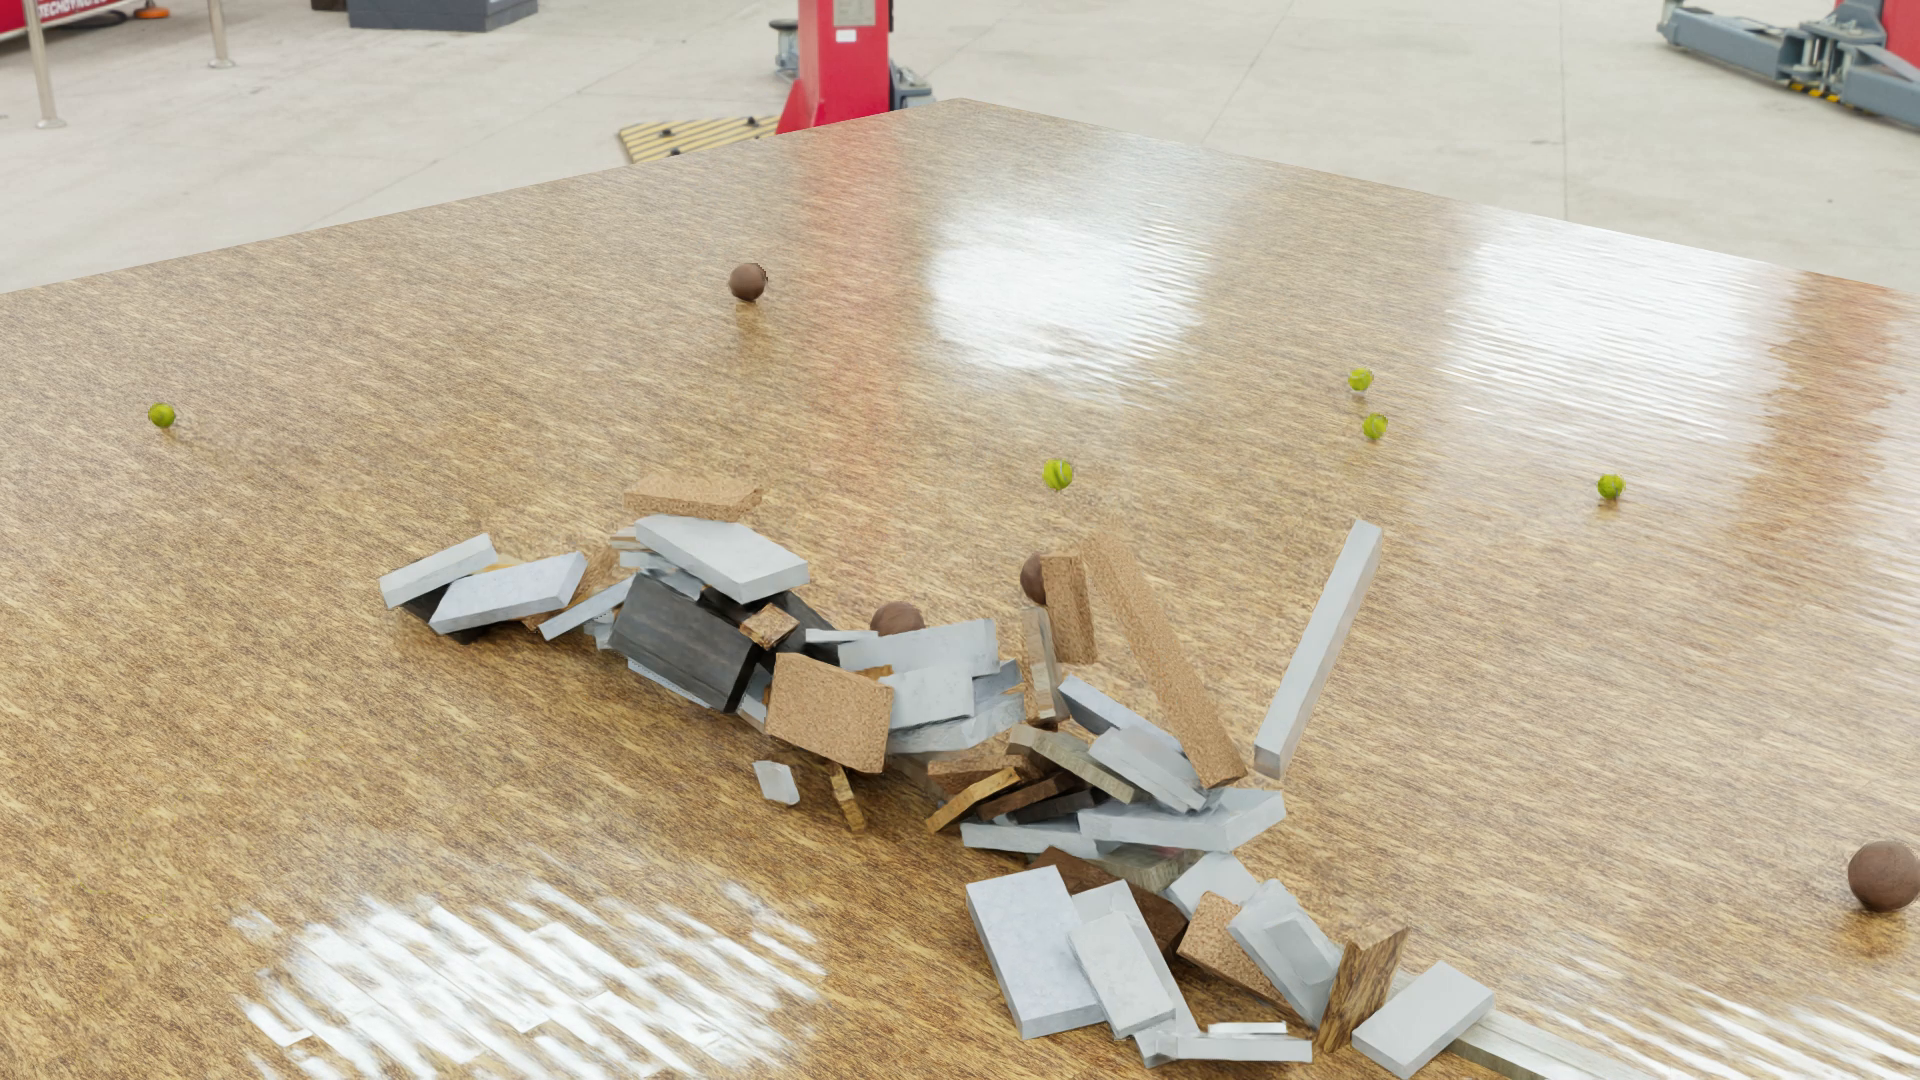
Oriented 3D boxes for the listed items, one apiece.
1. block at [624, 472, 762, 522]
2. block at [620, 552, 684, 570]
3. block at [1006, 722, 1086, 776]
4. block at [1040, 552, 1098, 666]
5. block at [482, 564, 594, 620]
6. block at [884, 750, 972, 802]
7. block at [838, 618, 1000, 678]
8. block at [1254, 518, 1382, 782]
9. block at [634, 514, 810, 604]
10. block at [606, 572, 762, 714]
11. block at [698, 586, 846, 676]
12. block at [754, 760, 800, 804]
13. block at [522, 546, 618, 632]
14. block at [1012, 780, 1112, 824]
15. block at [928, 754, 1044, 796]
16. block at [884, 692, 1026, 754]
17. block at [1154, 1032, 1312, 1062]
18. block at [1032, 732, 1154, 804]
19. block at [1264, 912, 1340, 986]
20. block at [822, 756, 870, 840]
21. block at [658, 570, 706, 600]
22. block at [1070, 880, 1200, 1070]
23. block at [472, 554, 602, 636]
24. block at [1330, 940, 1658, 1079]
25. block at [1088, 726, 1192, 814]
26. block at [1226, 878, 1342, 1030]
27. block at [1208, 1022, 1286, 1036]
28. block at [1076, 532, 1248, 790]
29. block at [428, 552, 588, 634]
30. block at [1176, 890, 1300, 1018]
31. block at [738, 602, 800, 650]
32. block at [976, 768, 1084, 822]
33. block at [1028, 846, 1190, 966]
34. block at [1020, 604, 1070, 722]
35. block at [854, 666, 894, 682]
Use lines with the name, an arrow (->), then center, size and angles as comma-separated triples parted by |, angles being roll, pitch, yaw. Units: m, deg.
block -> -0.606, -0.098, 4.984 | 0.278, 0.039, 0.139 | 7, 24, 21
block -> -0.637, 0.038, 4.989 | 0.238, 0.034, 0.119 | 3, 12, 18
block -> 0.156, 0.443, 4.329 | 0.142, 0.284, 0.040 | 14, 65, 2
block -> 0.209, 0.132, 4.217 | 0.030, 0.211, 0.105 | -12, 7, -29
block -> -1.037, 0.128, 5.301 | 0.294, 0.042, 0.147 | 1, 42, 21
block -> -0.146, 0.403, 4.569 | 0.514, 0.032, 0.112 | 30, 40, 30
block -> -0.088, 0.238, 4.424 | 0.031, 0.109, 0.432 | 0, -9, -45
block -> 0.642, 0.198, 3.944 | 0.049, 0.171, 0.459 | 22, 73, 16
block -> -0.525, 0.023, 4.807 | 0.168, 0.048, 0.458 | -19, 28, -32
block -> -0.579, 0.215, 4.635 | 0.337, 0.168, 0.048 | 27, 6, 28
block -> -0.379, 0.196, 4.668 | 0.344, 0.049, 0.172 | 39, 42, 26
block -> -0.371, 0.489, 4.446 | 0.021, 0.075, 0.150 | -22, 9, -24
block -> -0.902, 0.111, 5.087 | 0.238, 0.034, 0.119 | -35, 16, 14
block -> 0.214, 0.488, 4.178 | 0.112, 0.032, 0.225 | -22, 0, -41
block -> 0.051, 0.460, 4.308 | 0.203, 0.102, 0.029 | -8, 57, 25
block -> -0.043, 0.367, 4.369 | 0.172, 0.049, 0.387 | -23, 7, -37
block -> 0.449, 0.833, 3.617 | 0.231, 0.033, 0.116 | 4, -8, -12
block -> 0.250, 0.418, 4.043 | 0.216, 0.031, 0.108 | 28, 12, 28
block -> 0.573, 0.684, 3.679 | 0.065, 0.130, 0.018 | -29, 14, 37
block -> -0.234, 0.496, 4.414 | 0.030, 0.105, 0.211 | -23, 35, -4
block -> -0.547, 0.142, 4.864 | 0.285, 0.040, 0.143 | 24, 34, 37
block -> 0.305, 0.749, 3.828 | 0.105, 0.030, 0.395 | -16, 38, -8
block -> -1.021, 0.131, 5.399 | 0.466, 0.042, 0.147 | 17, 28, 34
block -> 0.869, 0.835, 3.752 | 0.673, 0.033, 0.116 | 19, 29, 37
block -> 0.339, 0.415, 3.971 | 0.203, 0.029, 0.102 | 31, 20, 14
block -> 0.574, 0.711, 3.772 | 0.119, 0.239, 0.034 | -43, 7, -26
block -> 0.485, 0.831, 3.719 | 0.130, 0.018, 0.065 | -2, -21, 3
block -> 0.363, 0.214, 3.952 | 0.040, 0.497, 0.142 | -33, -15, 21
block -> -1.047, 0.123, 5.091 | 0.406, 0.039, 0.139 | -12, 40, 32
block -> 0.508, 0.719, 3.814 | 0.239, 0.034, 0.119 | 28, 67, 1
block -> -0.397, 0.180, 4.579 | 0.075, 0.021, 0.150 | 33, 22, 8
block -> 0.141, 0.479, 4.198 | 0.108, 0.031, 0.216 | -21, -5, -46
block -> 0.245, 0.689, 4.001 | 0.343, 0.049, 0.171 | 20, 51, 39
block -> 0.165, 0.240, 4.257 | 0.031, 0.218, 0.109 | -14, -12, 16
block -> -0.204, 0.322, 4.460 | 0.030, 0.105, 0.211 | 2, -12, -37
